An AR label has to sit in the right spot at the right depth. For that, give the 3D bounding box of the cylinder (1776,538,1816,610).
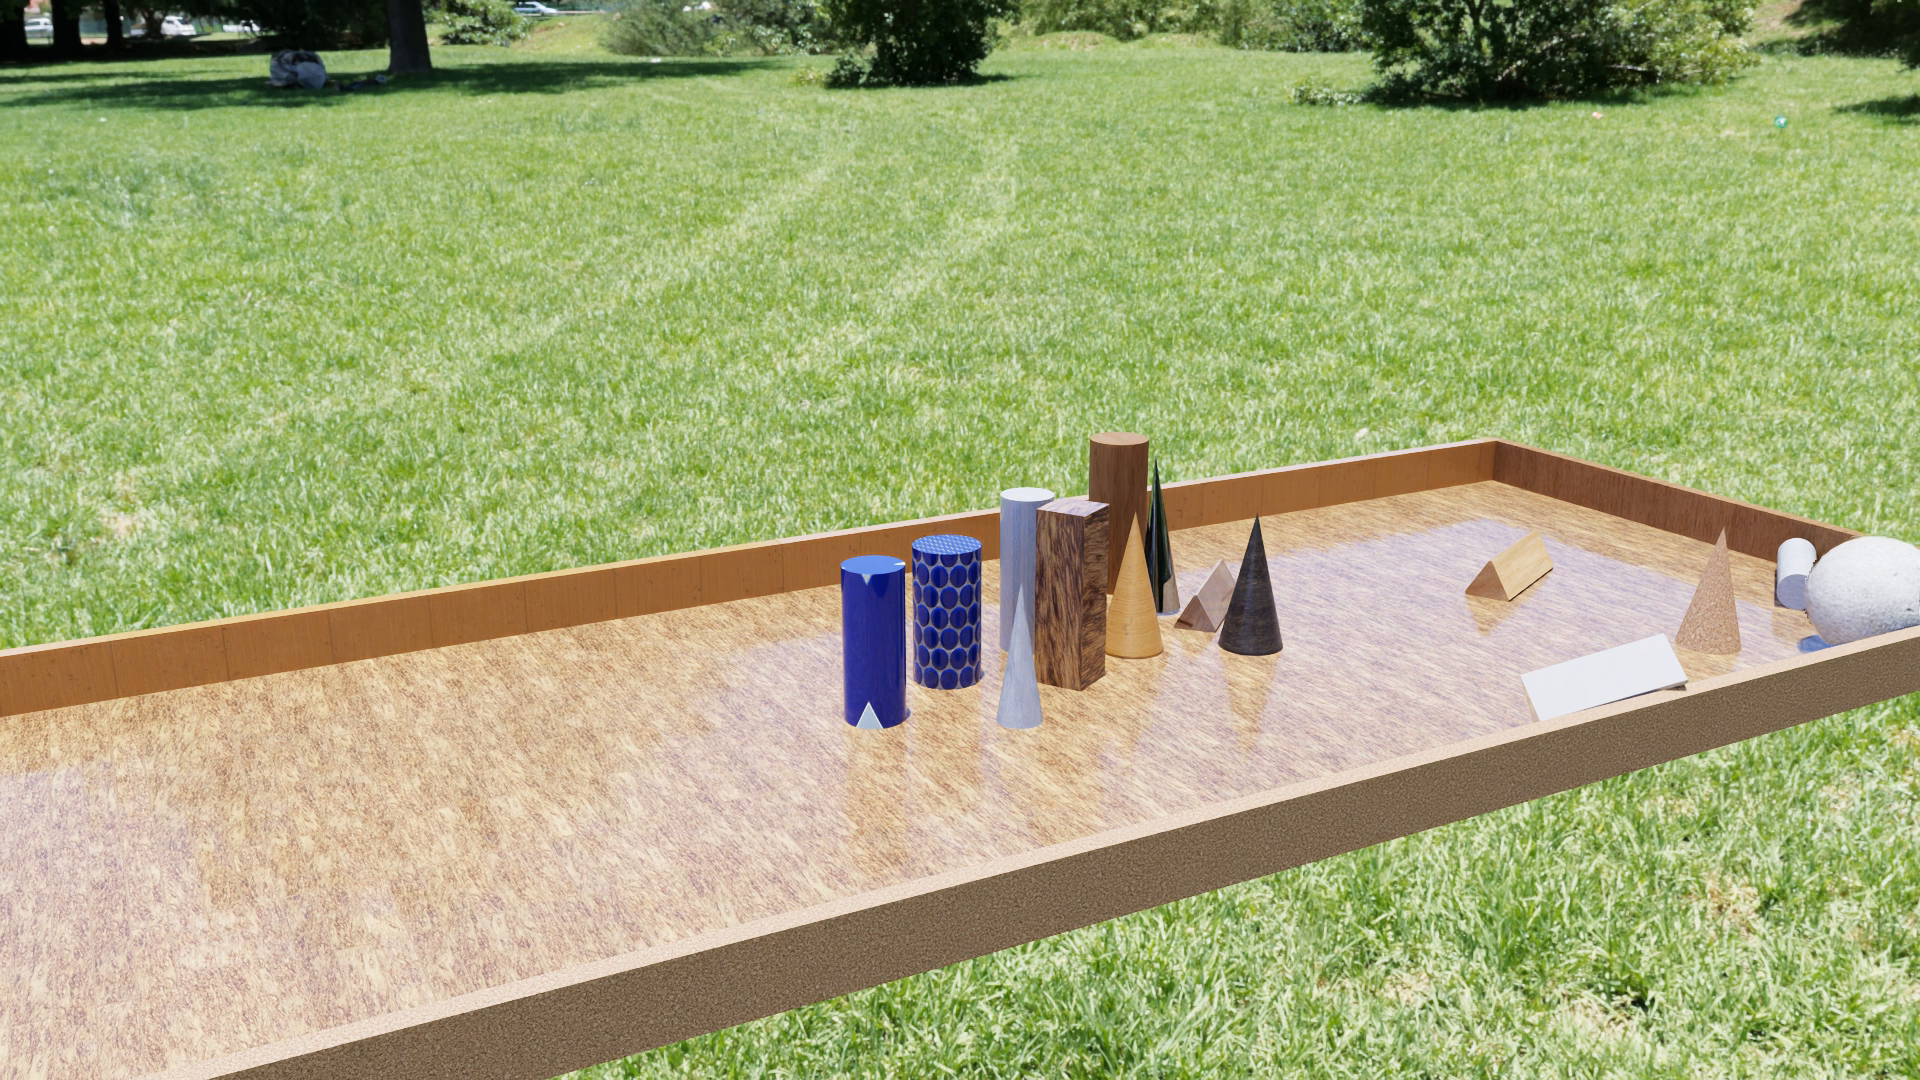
[{"bbox_3d":[2.456,0.096,4.838,0.107,0.107,0.398,8,18,25],"label":"cylinder"}]

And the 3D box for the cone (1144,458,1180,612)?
[{"bbox_3d":[0.555,-0.025,4.638,0.121,0.443,0.121,-3,12,1],"label":"cone"}]

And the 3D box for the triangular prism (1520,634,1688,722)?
[{"bbox_3d":[1.466,0.319,3.777,0.329,0.122,0.140,-18,-13,10],"label":"triangular prism"}]

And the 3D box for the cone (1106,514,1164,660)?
[{"bbox_3d":[0.455,0.106,4.324,0.171,0.378,0.171,0,16,0],"label":"cone"}]

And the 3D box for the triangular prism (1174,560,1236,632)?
[{"bbox_3d":[0.702,0.149,4.660,0.115,0.100,0.361,5,17,19],"label":"triangular prism"}]

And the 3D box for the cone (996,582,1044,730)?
[{"bbox_3d":[0.141,0.261,3.856,0.112,0.344,0.112,0,16,0],"label":"cone"}]

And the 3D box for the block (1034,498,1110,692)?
[{"bbox_3d":[0.277,0.134,4.100,0.132,0.450,0.132,10,19,30],"label":"block"}]

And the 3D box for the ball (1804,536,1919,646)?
[{"bbox_3d":[2.372,0.149,4.279,0.320,0.320,0.320,0,16,0],"label":"ball"}]

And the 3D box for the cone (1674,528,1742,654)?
[{"bbox_3d":[1.998,0.121,4.360,0.165,0.329,0.165,0,16,0],"label":"cone"}]

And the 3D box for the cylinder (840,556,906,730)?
[{"bbox_3d":[-0.201,0.239,3.867,0.149,0.380,0.149,0,16,0],"label":"cylinder"}]

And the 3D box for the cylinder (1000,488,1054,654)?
[{"bbox_3d":[0.175,0.082,4.336,0.140,0.418,0.140,0,16,0],"label":"cylinder"}]

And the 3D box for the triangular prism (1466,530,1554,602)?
[{"bbox_3d":[1.648,0.066,4.921,0.128,0.111,0.406,12,20,35],"label":"triangular prism"}]

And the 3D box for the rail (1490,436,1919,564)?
[{"bbox_3d":[2.466,-0.048,5.253,0.050,0.150,2.100,-9,18,-27],"label":"rail"}]

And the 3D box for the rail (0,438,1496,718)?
[{"bbox_3d":[-3.305,0.497,3.399,12.000,0.150,0.050,-9,18,-27],"label":"rail"}]

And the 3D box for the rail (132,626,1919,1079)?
[{"bbox_3d":[-2.336,1.006,1.665,12.000,0.150,0.050,-9,18,-27],"label":"rail"}]

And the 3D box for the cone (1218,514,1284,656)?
[{"bbox_3d":[0.776,0.103,4.351,0.173,0.368,0.173,0,16,0],"label":"cone"}]

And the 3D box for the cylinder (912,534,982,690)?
[{"bbox_3d":[-0.032,0.179,4.123,0.173,0.351,0.173,0,16,0],"label":"cylinder"}]

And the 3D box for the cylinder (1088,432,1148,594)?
[{"bbox_3d":[0.460,-0.078,4.826,0.170,0.449,0.170,0,16,0],"label":"cylinder"}]
